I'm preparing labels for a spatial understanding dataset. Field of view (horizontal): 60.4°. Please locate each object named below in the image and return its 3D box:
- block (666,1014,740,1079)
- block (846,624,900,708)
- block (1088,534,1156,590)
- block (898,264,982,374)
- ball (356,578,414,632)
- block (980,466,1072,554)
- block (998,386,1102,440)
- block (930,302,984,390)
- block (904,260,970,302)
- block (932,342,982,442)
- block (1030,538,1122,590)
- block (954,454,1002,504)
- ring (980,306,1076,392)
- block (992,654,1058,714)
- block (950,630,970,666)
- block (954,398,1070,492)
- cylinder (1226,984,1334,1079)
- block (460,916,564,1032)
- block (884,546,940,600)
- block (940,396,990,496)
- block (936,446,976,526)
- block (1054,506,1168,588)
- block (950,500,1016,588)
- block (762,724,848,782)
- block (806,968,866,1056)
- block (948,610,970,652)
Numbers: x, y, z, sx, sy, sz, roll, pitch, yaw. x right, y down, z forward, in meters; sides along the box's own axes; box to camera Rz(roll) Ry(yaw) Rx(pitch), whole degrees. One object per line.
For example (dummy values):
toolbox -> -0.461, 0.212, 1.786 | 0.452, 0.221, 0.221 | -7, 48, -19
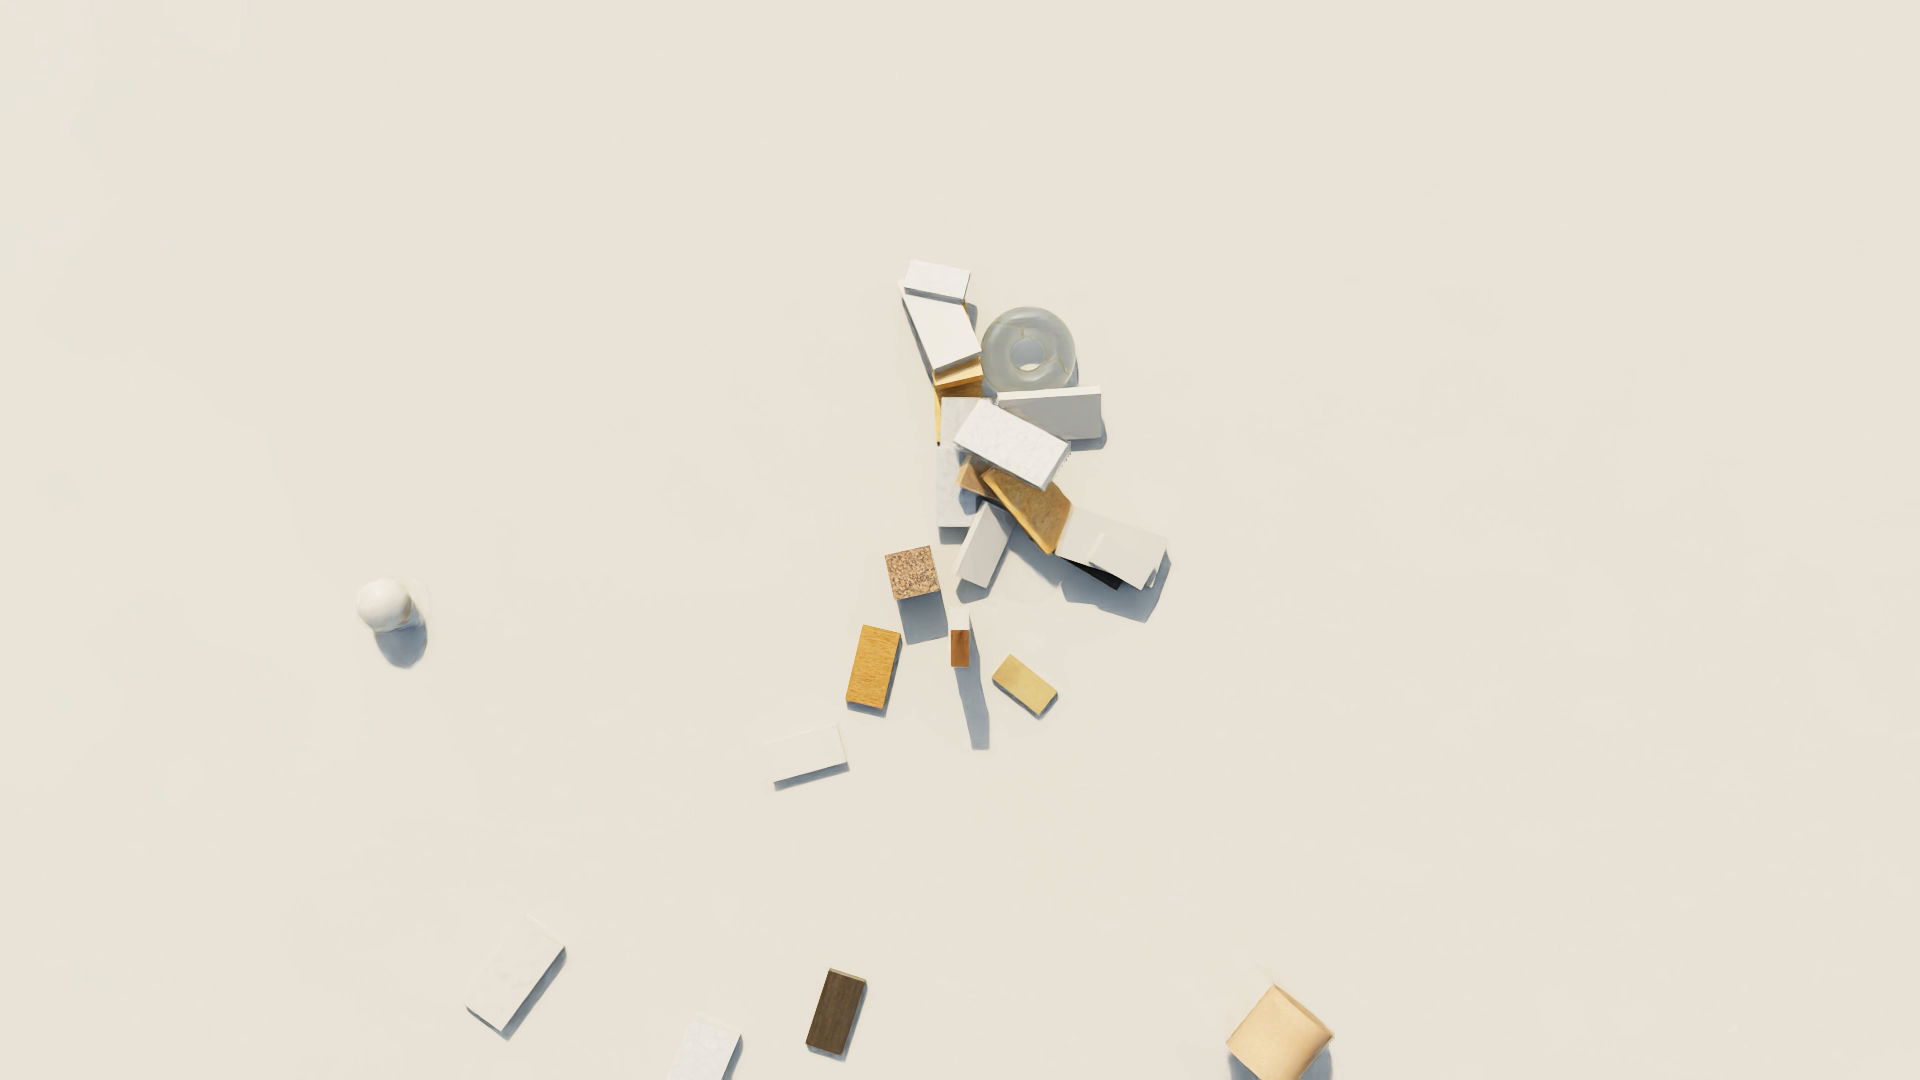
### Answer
block -> -0.874, 1.768, 5.476 | 0.169, 0.048, 0.337 | 23, 90, 0
block -> -0.290, 0.420, 5.482 | 0.128, 0.036, 0.256 | 13, 90, 0
block -> 0.528, 0.071, 5.379 | 0.201, 0.028, 0.100 | 29, 90, -13
block -> -0.067, -0.725, 5.404 | 0.168, 0.048, 0.336 | -21, 74, -3
ball -> -1.888, 0.212, 5.412 | 0.177, 0.177, 0.177 | 0, 90, 0
block -> 0.238, -0.134, 5.385 | 0.169, 0.048, 0.338 | -42, 103, -4
block -> 0.295, -0.411, 5.432 | 0.336, 0.048, 0.168 | -4, 125, 0
block -> -0.037, -0.664, 5.433 | 0.160, 0.045, 0.320 | -13, 74, 0
block -> -0.074, -0.849, 5.400 | 0.201, 0.028, 0.100 | 13, 75, 7
block -> -0.007, -0.489, 5.477 | 0.160, 0.045, 0.320 | -3, 90, 0
block -> 0.416, 0.009, 5.476 | 0.338, 0.048, 0.169 | 31, 90, 0
block -> 0.120, -0.197, 5.417 | 0.261, 0.037, 0.131 | 21, 93, -30
ring -> 0.224, -0.614, 5.448 | 0.320, 0.107, 0.320 | 0, 91, 1
block -> 0.214, 0.478, 5.486 | 0.201, 0.028, 0.100 | 38, 90, 0
block -> 0.000, 0.342, 5.219 | 0.059, 0.017, 0.117 | 0, 90, 0
block -> 0.165, -0.305, 5.287 | 0.336, 0.048, 0.168 | 29, 79, 19
cylinder -> 1.041, 1.627, 5.377 | 0.246, 0.246, 0.246 | 39, 90, 0
block -> -1.486, 1.439, 5.476 | 0.169, 0.048, 0.337 | 36, 90, 0
block -> -0.156, 0.107, 5.425 | 0.151, 0.151, 0.151 | -13, 90, 0
block -> 0.015, -0.308, 5.437 | 0.160, 0.045, 0.320 | 2, 104, -1
block -> -0.012, -0.175, 5.428 | 0.131, 0.037, 0.261 | 1, 104, -1
block -> 0.498, 0.021, 5.406 | 0.338, 0.048, 0.169 | 18, 93, -13
block -> 0.081, 0.015, 5.451 | 0.131, 0.037, 0.261 | 24, 90, -31
block -> -0.516, 0.707, 5.482 | 0.256, 0.036, 0.128 | -15, 90, 0
block -> -0.414, 1.567, 5.482 | 0.128, 0.036, 0.256 | 18, 90, 0
block -> -0.004, 0.296, 5.354 | 0.068, 0.019, 0.137 | 0, 90, 0
